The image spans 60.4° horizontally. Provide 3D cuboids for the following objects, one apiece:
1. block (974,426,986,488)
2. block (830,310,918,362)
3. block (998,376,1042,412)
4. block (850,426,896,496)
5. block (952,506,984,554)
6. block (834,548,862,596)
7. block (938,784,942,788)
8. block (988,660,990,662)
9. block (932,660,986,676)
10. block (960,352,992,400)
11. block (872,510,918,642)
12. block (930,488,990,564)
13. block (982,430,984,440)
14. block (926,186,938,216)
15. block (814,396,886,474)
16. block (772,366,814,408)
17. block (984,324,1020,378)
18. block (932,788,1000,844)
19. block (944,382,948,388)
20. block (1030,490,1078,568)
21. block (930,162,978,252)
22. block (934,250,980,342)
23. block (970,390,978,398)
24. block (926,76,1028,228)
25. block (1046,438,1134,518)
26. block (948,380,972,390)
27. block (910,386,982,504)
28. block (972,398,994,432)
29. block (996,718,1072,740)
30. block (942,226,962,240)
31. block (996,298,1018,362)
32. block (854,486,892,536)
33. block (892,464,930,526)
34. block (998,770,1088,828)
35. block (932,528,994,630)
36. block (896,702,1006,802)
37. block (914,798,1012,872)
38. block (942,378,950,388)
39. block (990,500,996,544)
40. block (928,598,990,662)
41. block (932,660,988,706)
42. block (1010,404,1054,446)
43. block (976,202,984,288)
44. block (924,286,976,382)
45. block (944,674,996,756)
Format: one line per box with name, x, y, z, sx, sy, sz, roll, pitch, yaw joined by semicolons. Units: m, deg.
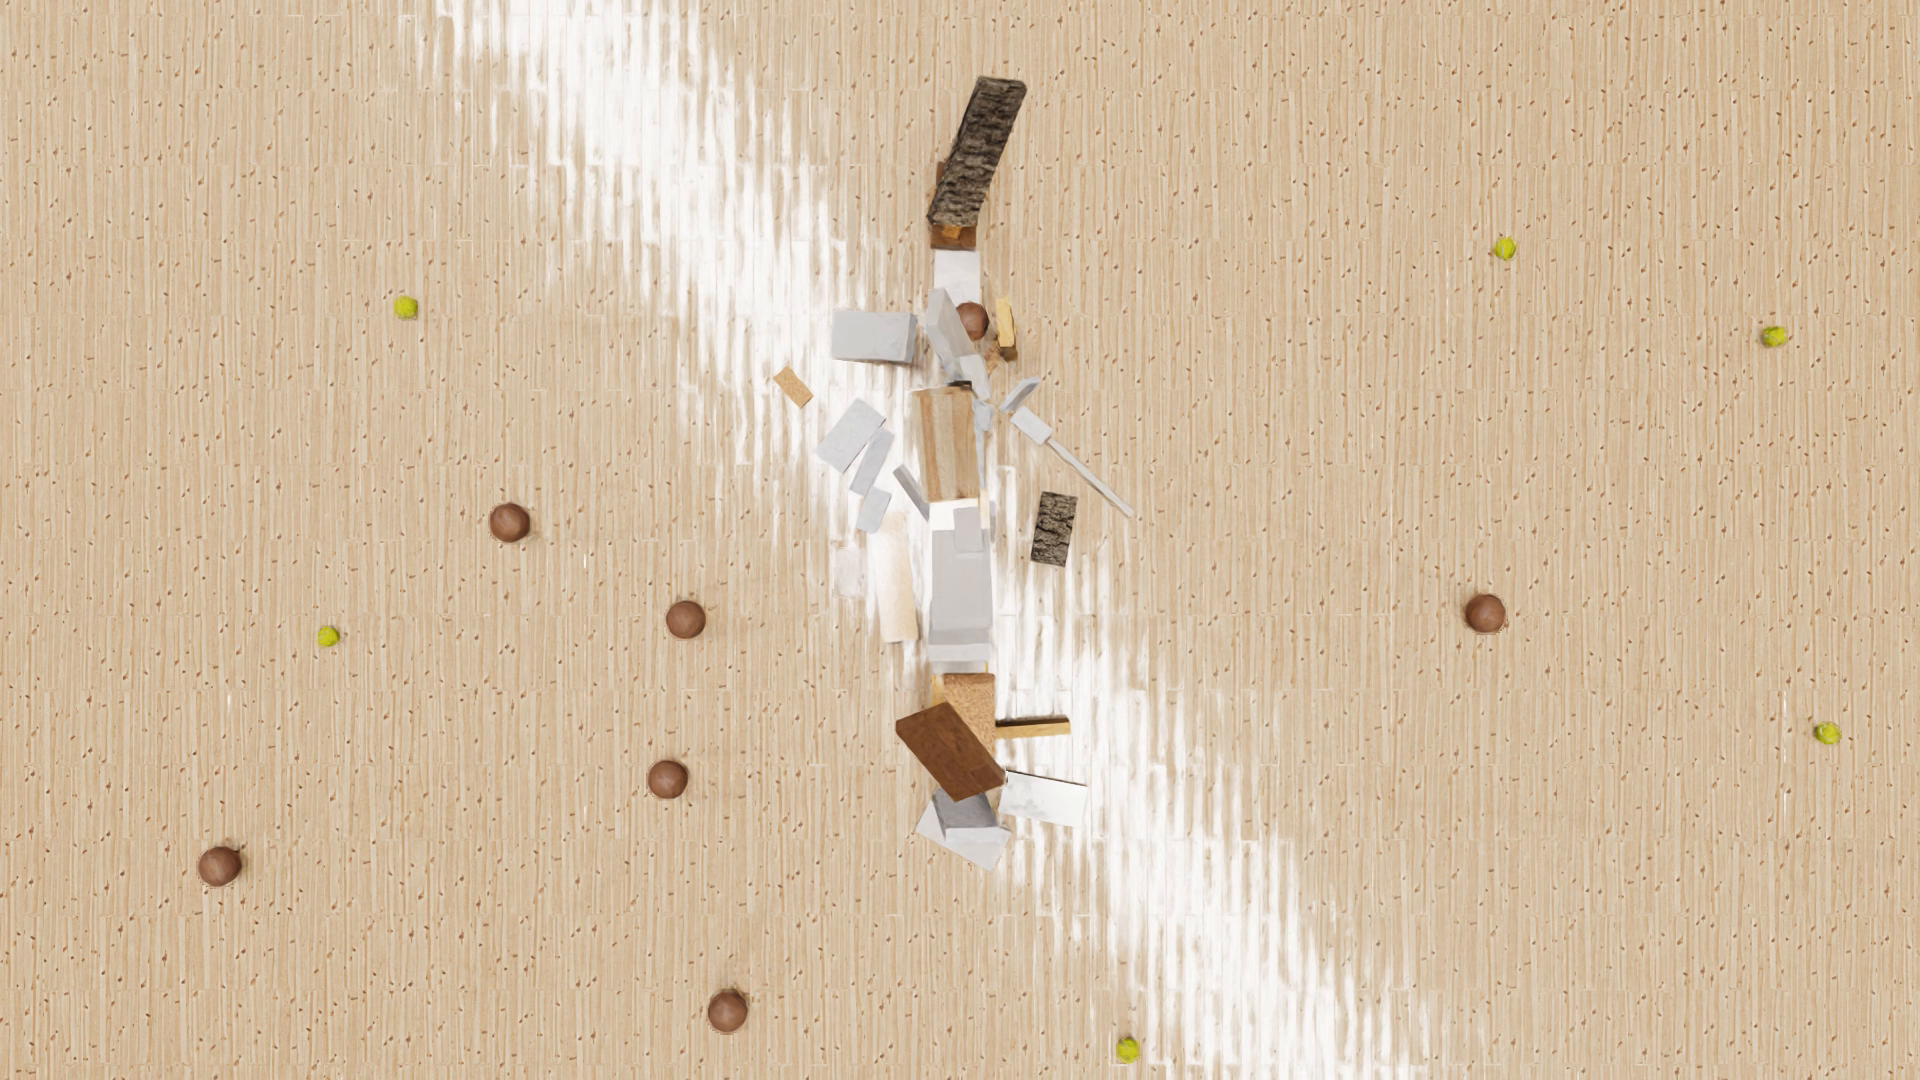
block;-0.002;-0.249;4.859;0.143;0.041;0.286;-3;90;0
block;-0.285;-0.667;5.398;0.307;0.043;0.153;7;90;33
block;0.186;-0.455;5.148;0.020;0.072;0.143;56;132;15
block;-0.292;-0.258;5.473;0.067;0.019;0.229;24;90;-36
block;0.022;-0.031;4.701;0.076;0.022;0.152;-5;50;0
block;-0.372;0.109;5.489;0.076;0.022;0.152;5;90;0
block;-0.002;0.715;5.385;0.138;0.276;0.039;-1;47;0
block;0.003;0.336;4.964;0.164;0.328;0.046;-1;89;0
block;-0.003;0.354;4.608;0.144;0.287;0.041;-2;84;0
block;0.048;-0.483;4.904;0.068;0.019;0.137;-7;103;27
block;-0.220;0.121;5.483;0.118;0.034;0.431;-6;90;0
block;0.001;0.025;4.782;0.171;0.049;0.343;-1;90;0
block;0.003;-0.206;5.189;0.145;0.041;0.291;0;90;0
block;-0.074;-1.093;5.361;0.053;0.015;0.106;11;89;-21
block;-0.365;-0.348;5.483;0.118;0.034;0.237;38;90;0
block;-0.555;-0.509;5.491;0.067;0.019;0.134;-42;90;0
block;0.124;-0.634;5.492;0.053;0.015;0.201;31;90;0
block;0.016;0.876;5.269;0.167;0.382;0.047;0;100;-7
block;0.002;-0.434;5.332;0.105;0.030;0.211;-1;46;-1
block;0.312;-0.036;5.483;0.118;0.034;0.237;10;90;0
block;-0.012;-1.097;5.428;0.147;0.042;0.293;4;76;1
block;-0.010;-0.804;5.439;0.147;0.042;0.293;1;92;0
block;-0.007;-0.376;4.733;0.068;0.019;0.137;18;61;21
block;0.049;-1.208;5.166;0.153;0.509;0.043;-1;45;-29
block;0.429;-0.205;5.461;0.366;0.076;0.022;42;87;0
block;0.003;-0.412;4.905;0.068;0.019;0.137;-3;134;1
block;-0.038;-0.268;4.654;0.166;0.047;0.333;-6;120;0
block;0.023;-0.368;4.651;0.149;0.021;0.074;24;130;19
block;0.223;0.622;5.431;0.276;0.138;0.039;-4;90;0
block;-0.019;-1.034;5.384;0.053;0.015;0.106;15;77;4
block;0.151;-0.677;5.325;0.043;0.307;0.153;-7;87;4
block;-0.286;-0.098;5.457;0.074;0.021;0.149;21;84;3
block;-0.141;-0.146;5.462;0.021;0.074;0.230;-35;90;-24
block;0.275;0.860;5.480;0.276;0.039;0.138;11;90;0
block;0.005;0.107;4.626;0.165;0.047;0.336;-2;47;0
block;-0.025;0.604;4.679;0.165;0.047;0.330;-23;125;20
block;0.010;0.967;5.480;0.287;0.041;0.144;28;90;0
block;-0.008;-0.457;5.411;0.105;0.211;0.030;5;131;0
block;0.020;-0.049;4.979;0.171;0.343;0.049;-3;77;0
block;-0.003;0.245;4.599;0.165;0.330;0.047;-2;111;0
block;0.001;0.448;4.777;0.164;0.046;0.328;0;90;0
block;0.238;-0.382;5.491;0.134;0.019;0.067;40;90;0
block;0.004;-0.986;5.479;0.147;0.042;0.293;0;90;0
block;-0.016;-0.574;4.942;0.047;0.166;0.333;-10;134;20
block;0.027;0.494;4.647;0.144;0.041;0.287;-1;130;0
